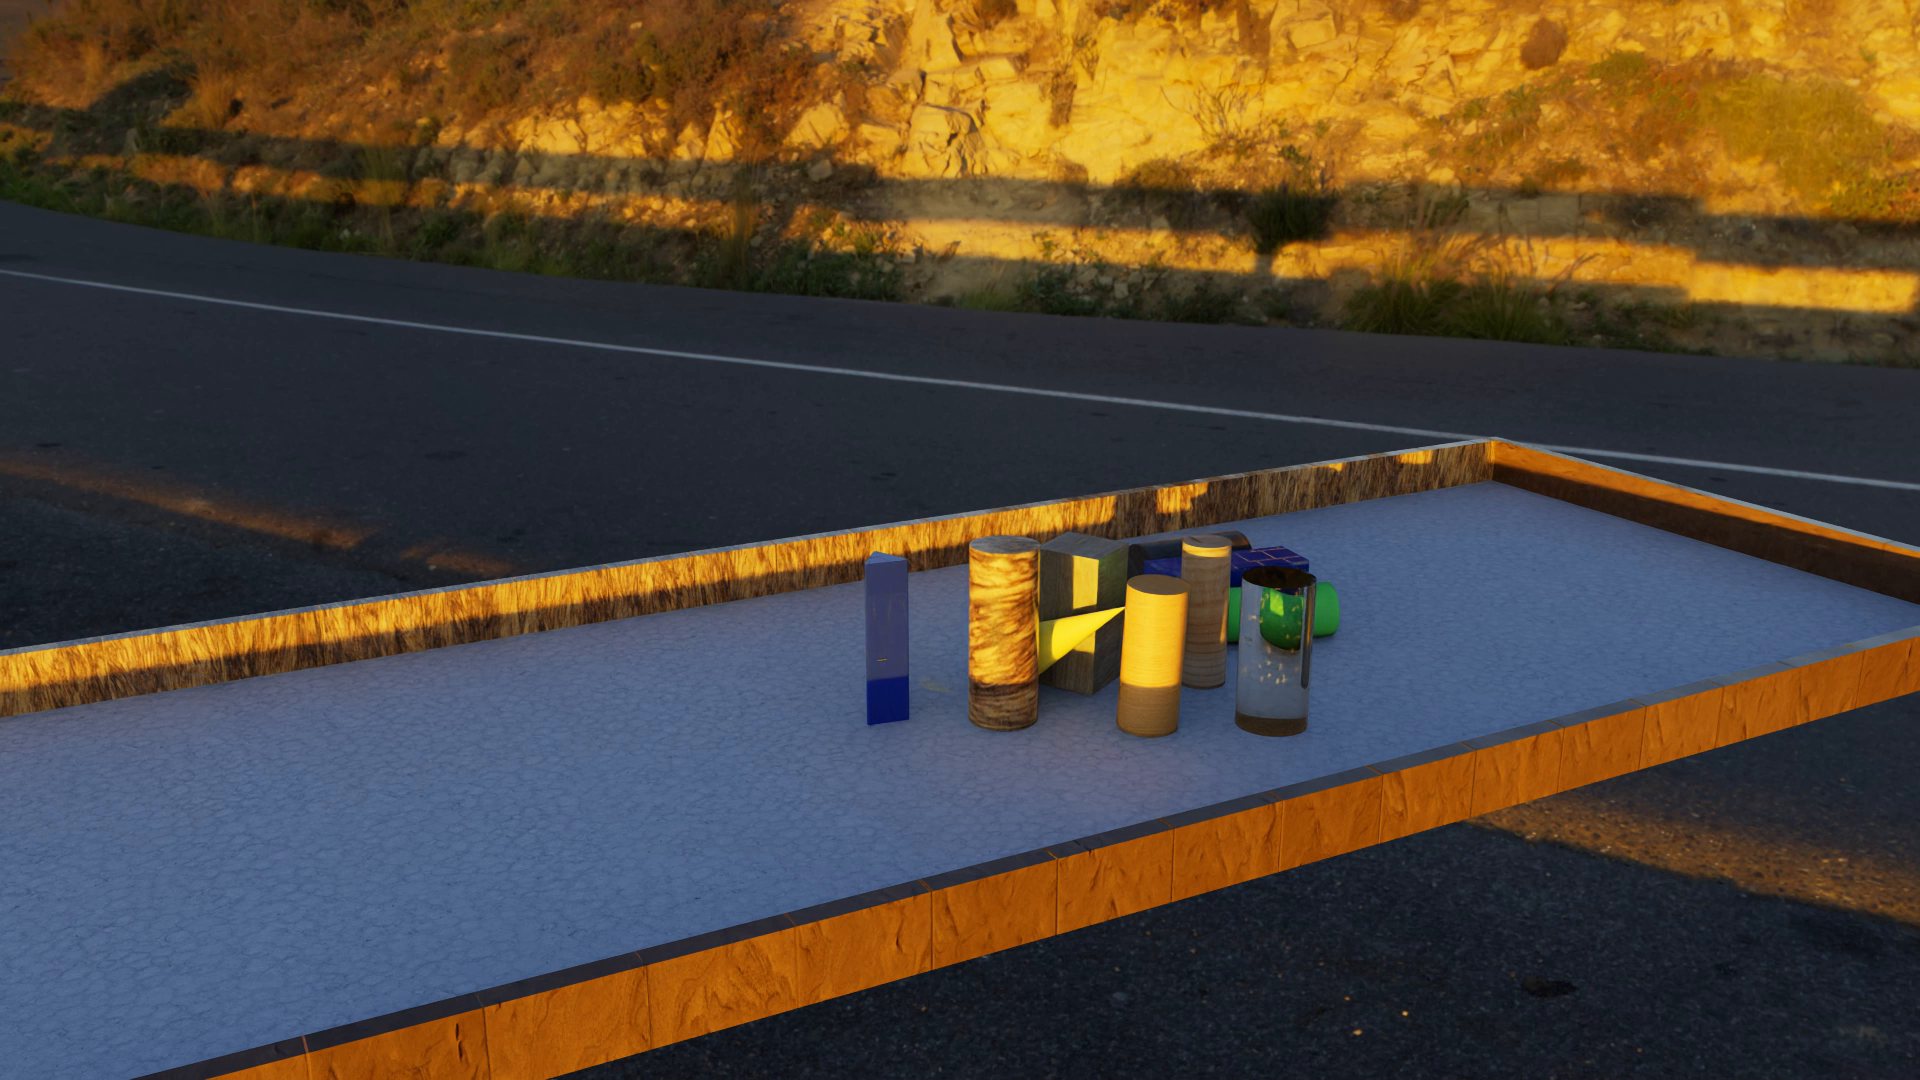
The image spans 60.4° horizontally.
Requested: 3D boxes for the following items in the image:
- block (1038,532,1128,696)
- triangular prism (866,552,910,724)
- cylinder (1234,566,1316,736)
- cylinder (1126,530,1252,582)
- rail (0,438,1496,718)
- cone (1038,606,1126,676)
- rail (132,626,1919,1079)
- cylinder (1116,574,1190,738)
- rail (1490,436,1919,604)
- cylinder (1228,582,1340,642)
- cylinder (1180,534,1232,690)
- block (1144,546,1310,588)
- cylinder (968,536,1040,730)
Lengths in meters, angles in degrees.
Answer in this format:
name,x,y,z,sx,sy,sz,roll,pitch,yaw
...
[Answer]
name,x,y,z,sx,sy,sz,roll,pitch,yaw
block,0.299,0.180,4.114,0.171,0.350,0.171,11,20,29
triangular prism,-0.184,0.228,3.877,0.103,0.396,0.089,-6,17,-20
cylinder,0.733,0.258,3.838,0.170,0.359,0.170,0,16,0
cylinder,0.664,0.076,4.793,0.343,0.170,0.170,-7,18,-24
rail,-3.305,0.497,3.399,12.000,0.150,0.050,-9,18,-27
cone,0.246,0.227,3.946,0.413,0.165,0.165,-28,-5,40
rail,-2.336,1.006,1.665,12.000,0.150,0.050,-9,18,-27
cylinder,0.446,0.267,3.818,0.144,0.348,0.144,2,18,-1
rail,2.466,-0.048,5.253,0.050,0.150,2.100,-9,18,-27
cylinder,0.803,0.196,4.430,0.397,0.146,0.146,-3,17,-10
cylinder,0.607,0.178,4.098,0.121,0.366,0.121,0,16,0
block,0.748,0.130,4.646,0.440,0.150,0.150,-6,17,-19
cylinder,0.103,0.216,3.857,0.165,0.427,0.165,0,15,0
